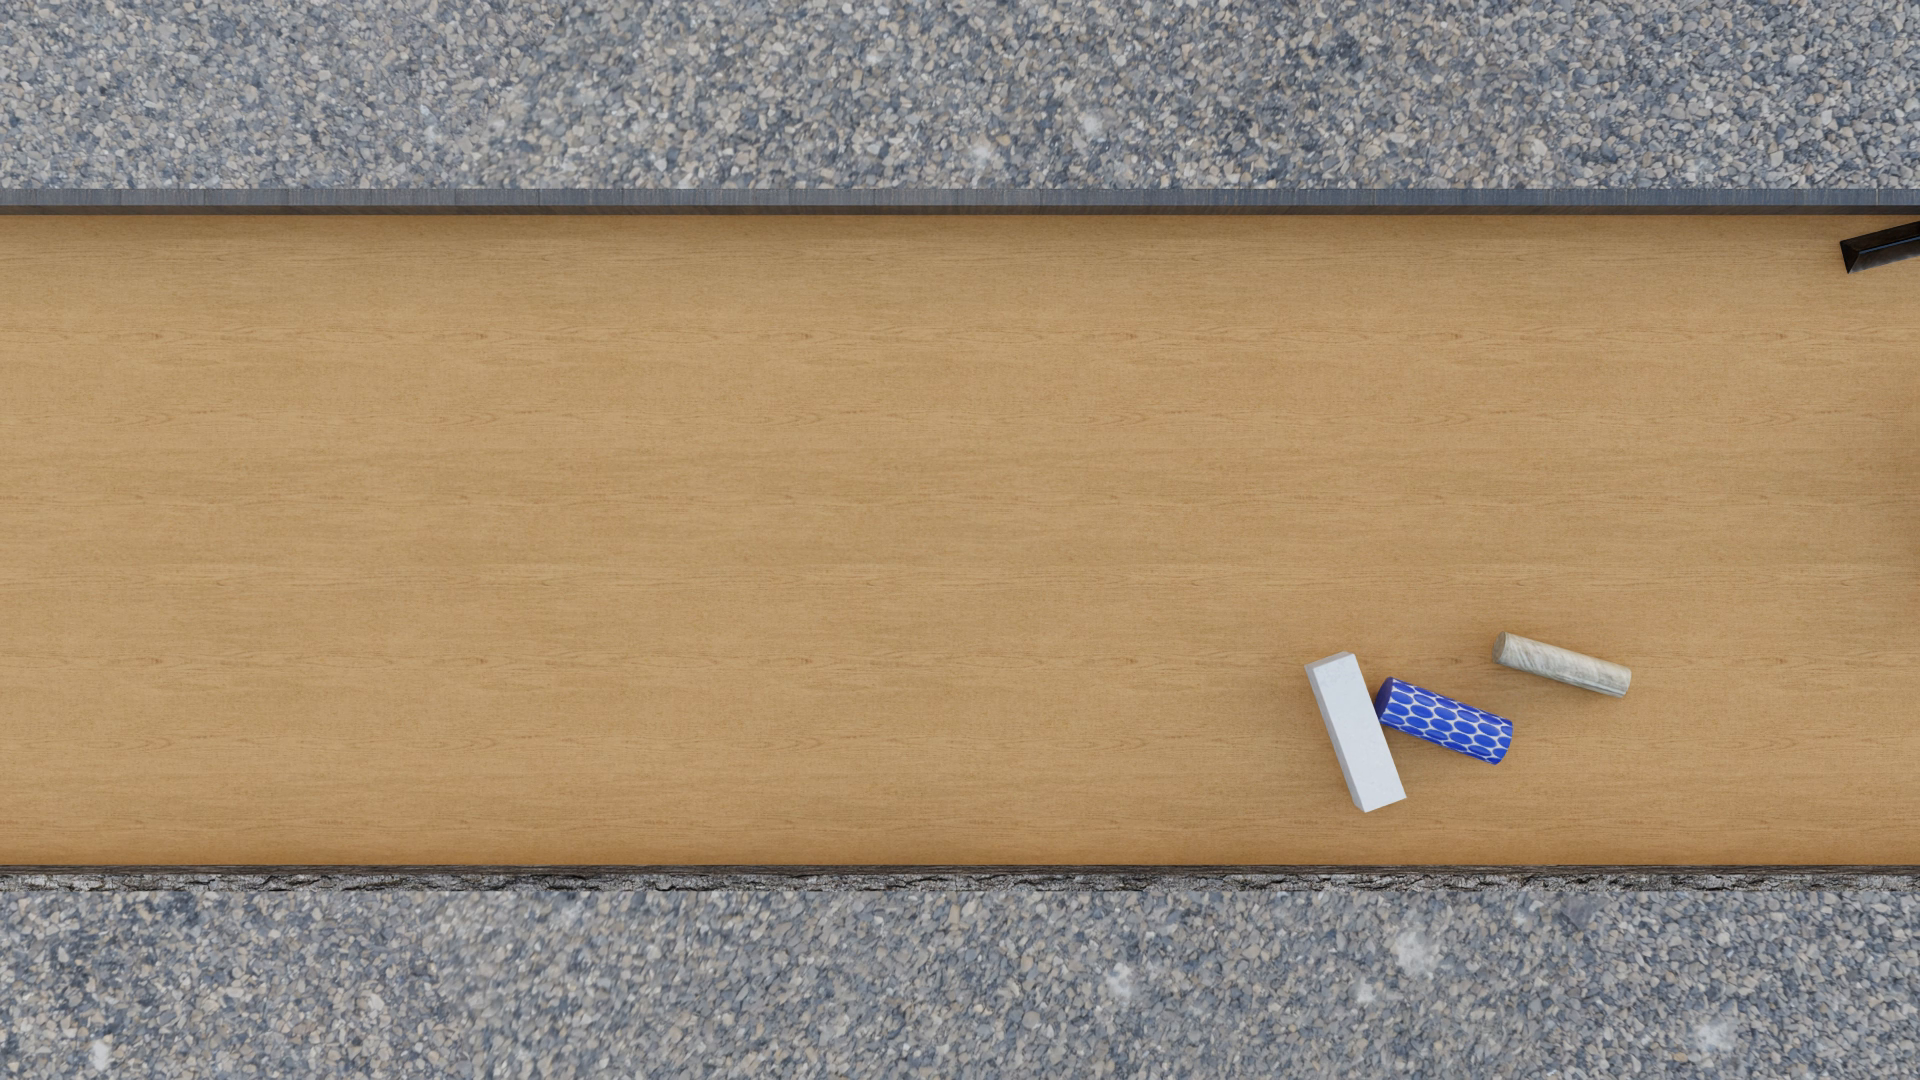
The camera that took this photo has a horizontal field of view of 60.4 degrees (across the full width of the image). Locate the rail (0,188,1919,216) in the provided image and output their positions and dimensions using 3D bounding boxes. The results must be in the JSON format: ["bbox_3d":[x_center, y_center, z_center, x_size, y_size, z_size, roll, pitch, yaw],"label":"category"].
[{"bbox_3d":[-2.247,-1.025,5.002,12.000,0.150,0.050,0,90,0],"label":"rail"}]

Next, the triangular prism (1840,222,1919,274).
[{"bbox_3d":[2.877,-0.909,5.030,0.326,0.088,0.102,-14,90,0],"label":"triangular prism"}]

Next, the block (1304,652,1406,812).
[{"bbox_3d":[1.198,0.580,5.011,0.132,0.132,0.459,-20,90,0],"label":"block"}]

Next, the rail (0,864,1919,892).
[{"bbox_3d":[-2.247,1.025,5.001,12.000,0.150,0.050,0,90,0],"label":"rail"}]

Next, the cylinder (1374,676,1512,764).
[{"bbox_3d":[1.463,0.548,5.004,0.384,0.145,0.145,20,90,0],"label":"cylinder"}]

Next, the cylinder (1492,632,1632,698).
[{"bbox_3d":[1.832,0.380,5.026,0.393,0.100,0.100,16,90,0],"label":"cylinder"}]
